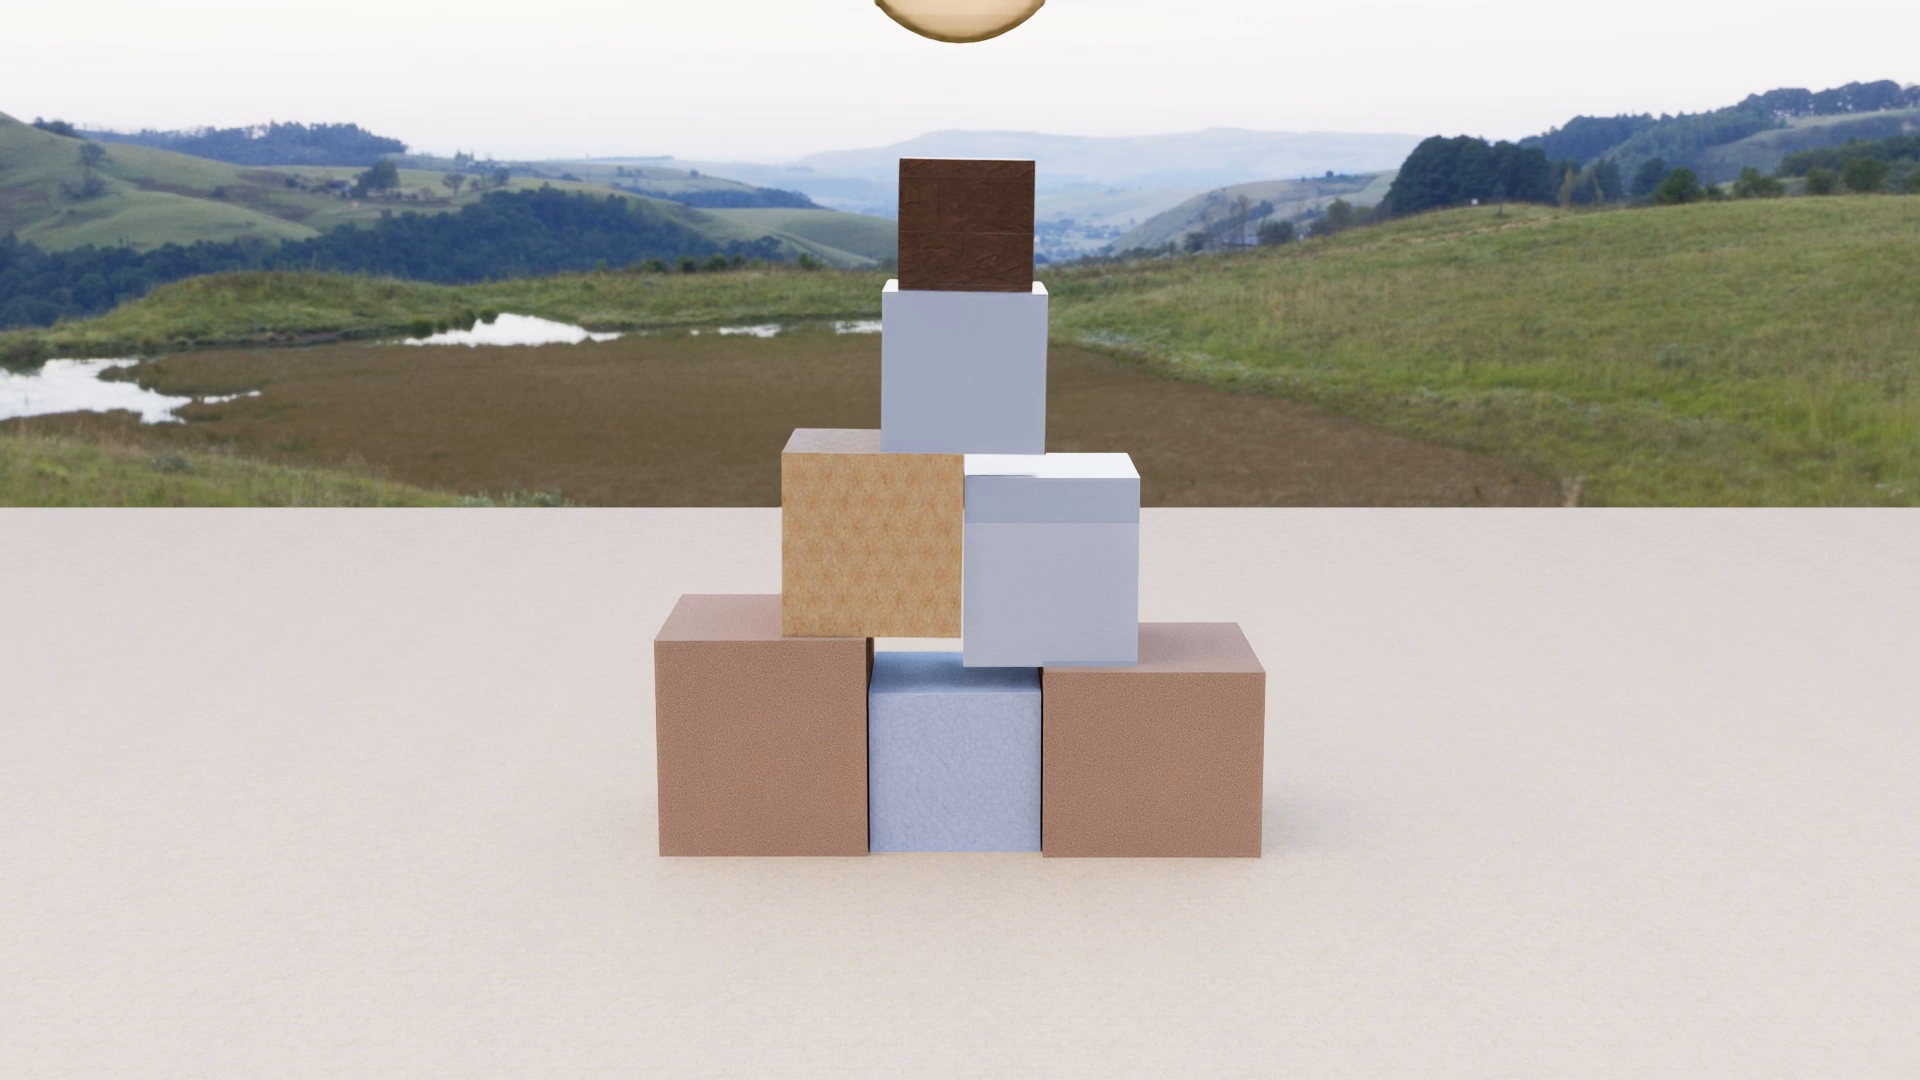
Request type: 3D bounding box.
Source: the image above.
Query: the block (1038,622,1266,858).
[{"bbox_3d":[0.952,1.009,11.375,1.082,0.944,1.133,0,10,0],"label":"block"}]

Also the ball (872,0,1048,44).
[{"bbox_3d":[0.000,-4.346,15.630,1.600,1.600,1.600,0,10,0],"label":"ball"}]

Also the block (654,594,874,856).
[{"bbox_3d":[-0.977,0.932,11.369,1.032,1.099,1.114,0,10,0],"label":"block"}]

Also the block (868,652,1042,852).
[{"bbox_3d":[-0.025,1.077,11.364,0.852,0.815,0.911,0,10,0],"label":"block"}]

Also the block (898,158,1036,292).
[{"bbox_3d":[0.030,-1.573,10.908,0.653,0.628,0.688,1,10,0],"label":"block"}]

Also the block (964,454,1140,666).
[{"bbox_3d":[0.446,0.085,11.185,0.859,0.943,0.852,0,10,0],"label":"block"}]

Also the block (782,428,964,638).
[{"bbox_3d":[-0.428,-0.051,11.160,0.881,0.909,0.908,1,10,0],"label":"block"}]

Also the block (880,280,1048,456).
[{"bbox_3d":[0.019,-0.881,11.036,0.794,0.780,0.896,1,10,0],"label":"block"}]
